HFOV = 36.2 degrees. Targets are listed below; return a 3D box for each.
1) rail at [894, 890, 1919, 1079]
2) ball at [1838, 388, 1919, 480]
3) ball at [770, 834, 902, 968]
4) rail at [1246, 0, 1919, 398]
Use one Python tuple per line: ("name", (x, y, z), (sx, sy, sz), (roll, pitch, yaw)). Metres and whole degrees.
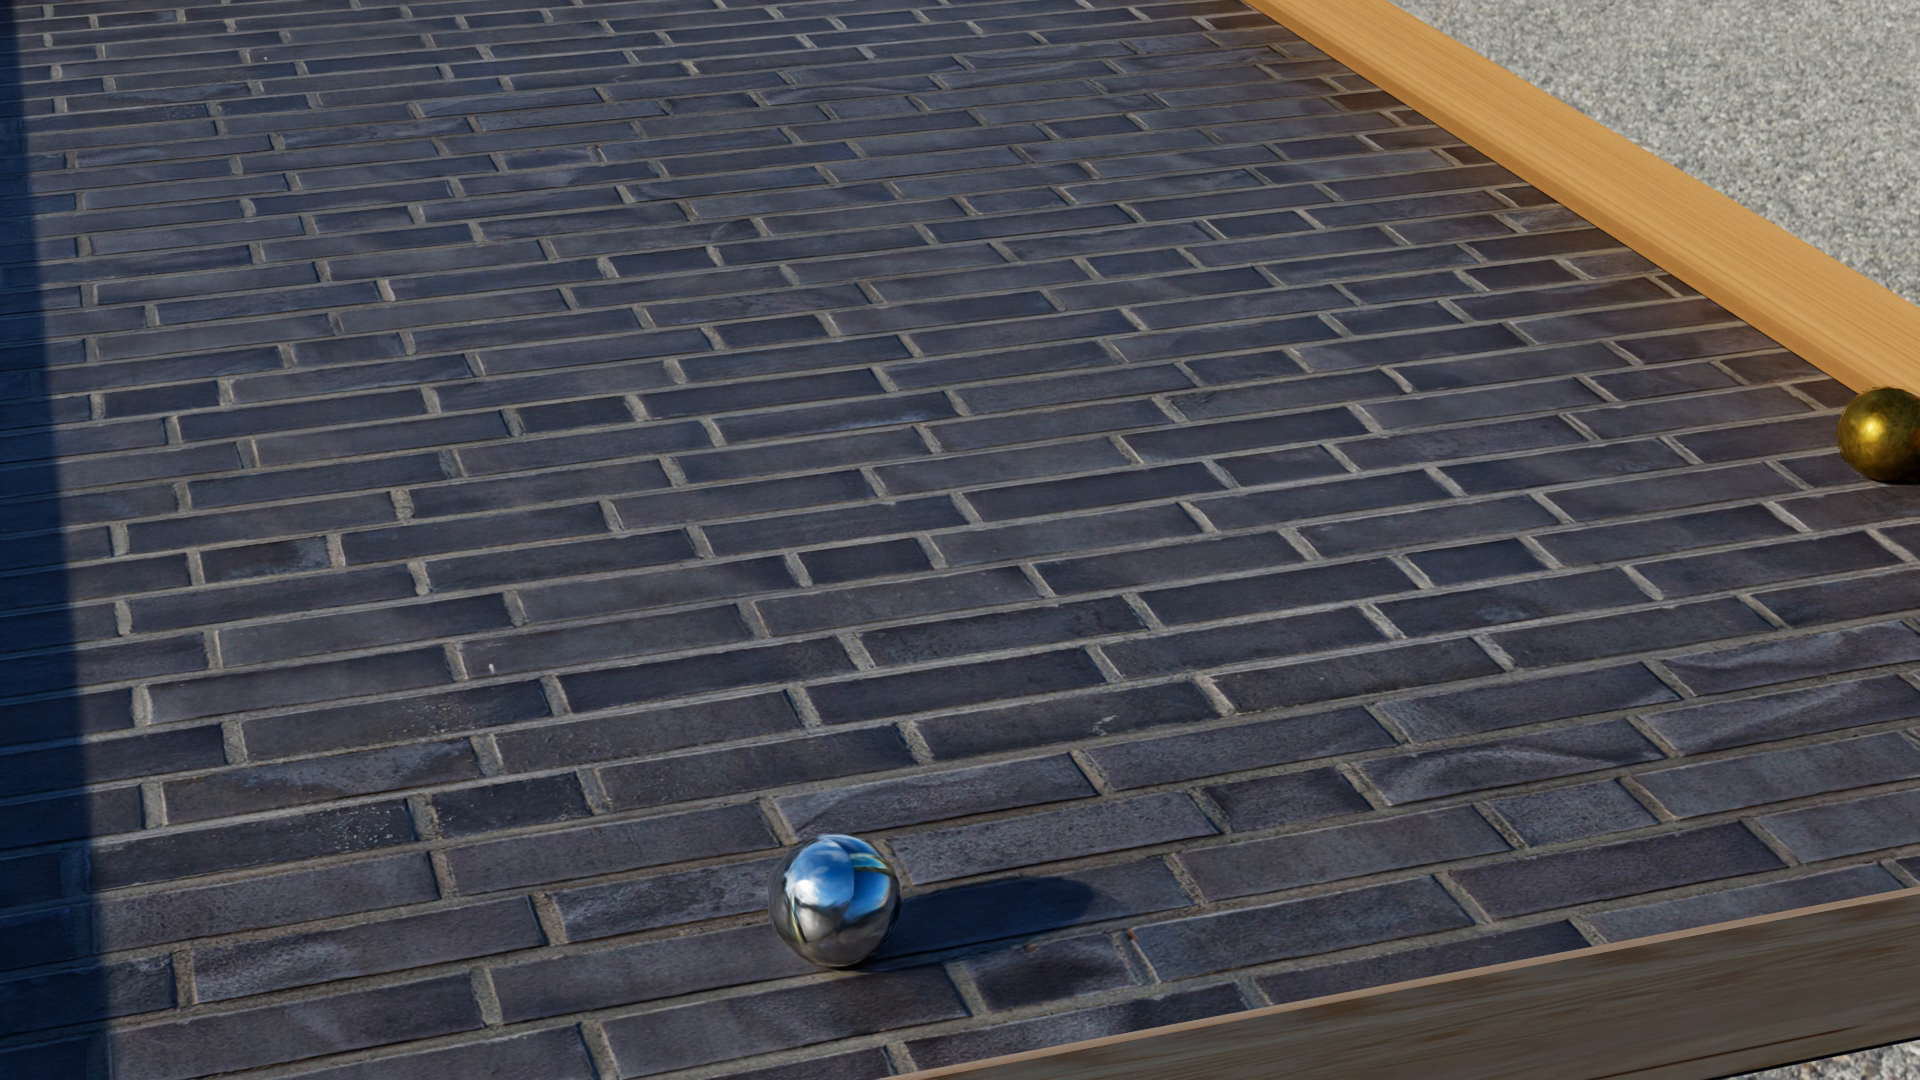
("rail", (0.200, 0.254, 1.479), (1.605, 0.095, 0.045), (-8, 26, -16))
("ball", (0.701, -0.080, 2.222), (0.071, 0.071, 0.071), (0, 25, 0))
("ball", (-0.069, 0.199, 1.624), (0.073, 0.073, 0.073), (0, 25, 0))
("rail", (0.536, -0.392, 2.858), (0.045, 0.095, 2.749), (-8, 26, -16))
